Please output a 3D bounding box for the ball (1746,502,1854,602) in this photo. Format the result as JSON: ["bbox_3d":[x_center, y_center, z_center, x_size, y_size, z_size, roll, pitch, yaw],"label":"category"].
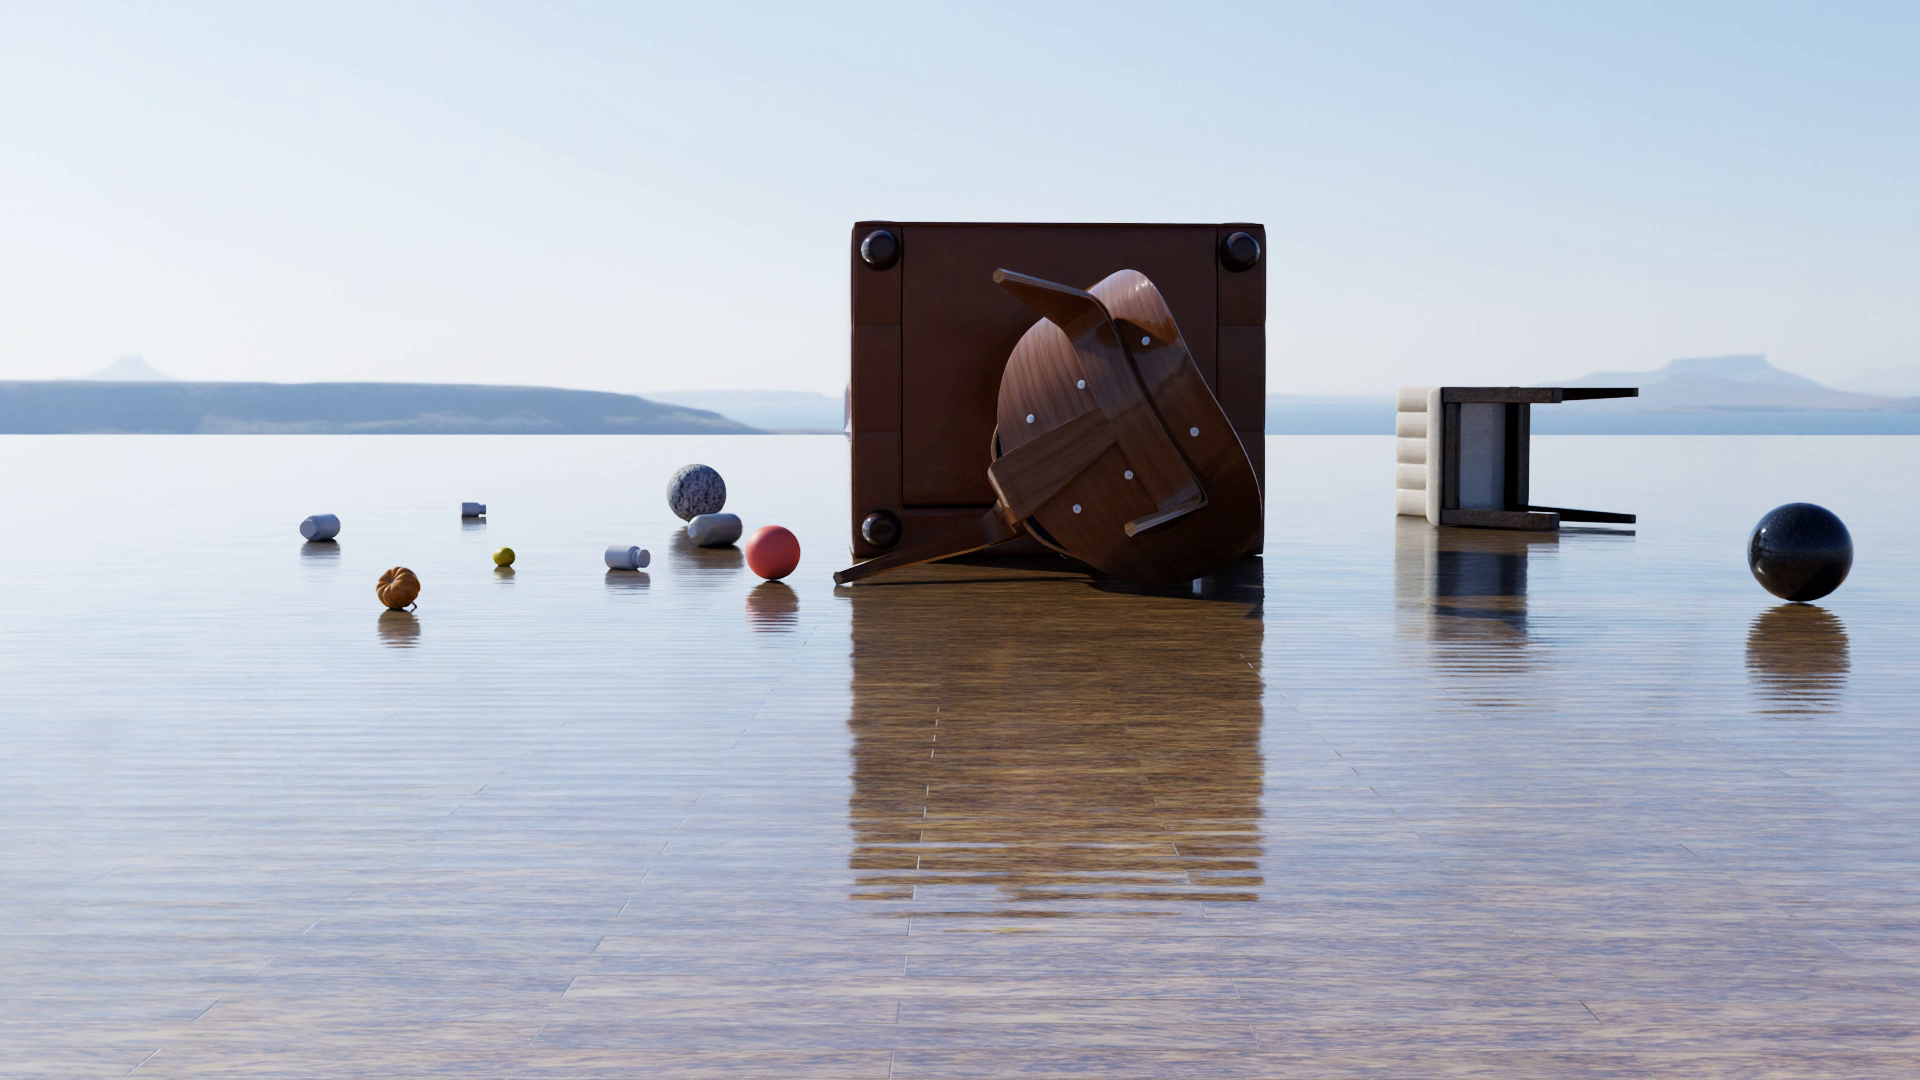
[{"bbox_3d":[1.770,0.025,4.633,0.212,0.212,0.212,0,4,0],"label":"ball"}]

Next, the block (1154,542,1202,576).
[{"bbox_3d":[0.530,0.044,5.356,0.097,0.074,0.076,1,4,20],"label":"block"}]

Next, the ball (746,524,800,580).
[{"bbox_3d":[-0.440,0.029,5.170,0.130,0.130,0.130,0,4,0],"label":"ball"}]

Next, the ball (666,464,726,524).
[{"bbox_3d":[-0.881,-0.156,7.358,0.200,0.200,0.200,0,4,0],"label":"ball"}]

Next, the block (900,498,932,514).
[{"bbox_3d":[-0.160,-0.123,7.972,0.113,0.049,0.044,-1,4,-10],"label":"block"}]
